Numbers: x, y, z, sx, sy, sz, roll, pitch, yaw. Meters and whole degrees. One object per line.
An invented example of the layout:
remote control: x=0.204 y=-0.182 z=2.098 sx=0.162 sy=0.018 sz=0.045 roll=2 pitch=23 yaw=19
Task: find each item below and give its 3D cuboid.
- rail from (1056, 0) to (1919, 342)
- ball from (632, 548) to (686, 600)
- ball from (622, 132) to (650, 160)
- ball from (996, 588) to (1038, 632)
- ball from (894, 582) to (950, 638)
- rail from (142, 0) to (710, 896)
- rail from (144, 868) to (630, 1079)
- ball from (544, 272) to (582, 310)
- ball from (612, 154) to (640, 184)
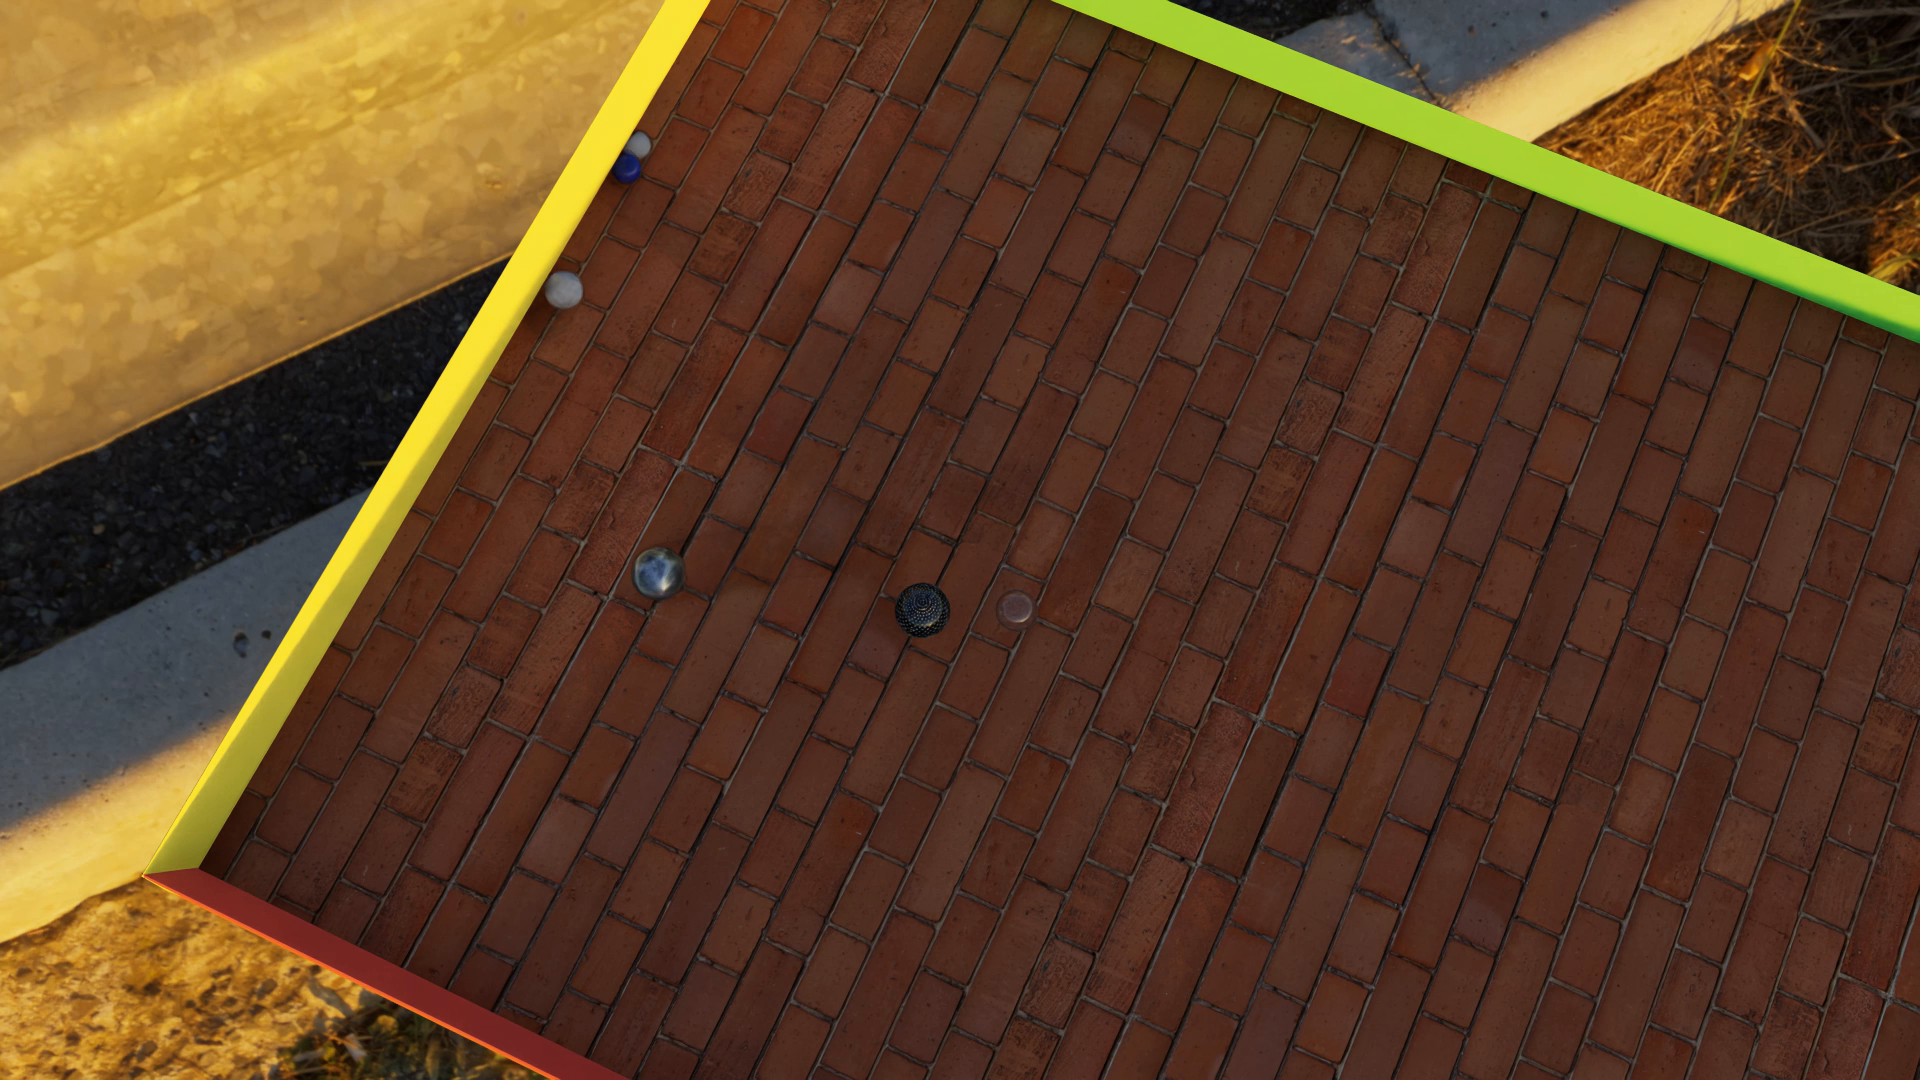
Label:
rail: x=1.176 y=-0.501 z=3.603 sx=3.378 sy=0.112 sz=0.045 roll=24 pitch=72 yaw=8
ball: x=-0.467 y=0.053 z=3.417 sx=0.083 sy=0.083 sz=0.083 roll=0 pitch=70 yaw=0
ball: x=-0.544 y=-0.663 z=3.697 sx=0.047 sy=0.047 sz=0.047 roll=0 pitch=70 yaw=0
ball: x=0.088 y=0.109 z=3.405 sx=0.066 sy=0.066 sz=0.066 roll=0 pitch=70 yaw=0
ball: x=-0.058 y=0.109 z=3.394 sx=0.086 sy=0.086 sz=0.086 roll=0 pitch=70 yaw=0
rail: x=-0.744 y=-0.334 z=3.541 sx=0.045 sy=0.112 sz=1.992 roll=24 pitch=72 yaw=8
rail: x=0.355 y=1.155 z=2.998 sx=3.378 sy=0.112 sz=0.045 roll=24 pitch=72 yaw=8
ball: x=-0.649 y=-0.408 z=3.596 sx=0.062 sy=0.062 sz=0.062 roll=0 pitch=70 yaw=0
ball: x=-0.560 y=-0.621 z=3.681 sx=0.048 sy=0.048 sz=0.048 roll=0 pitch=70 yaw=0
